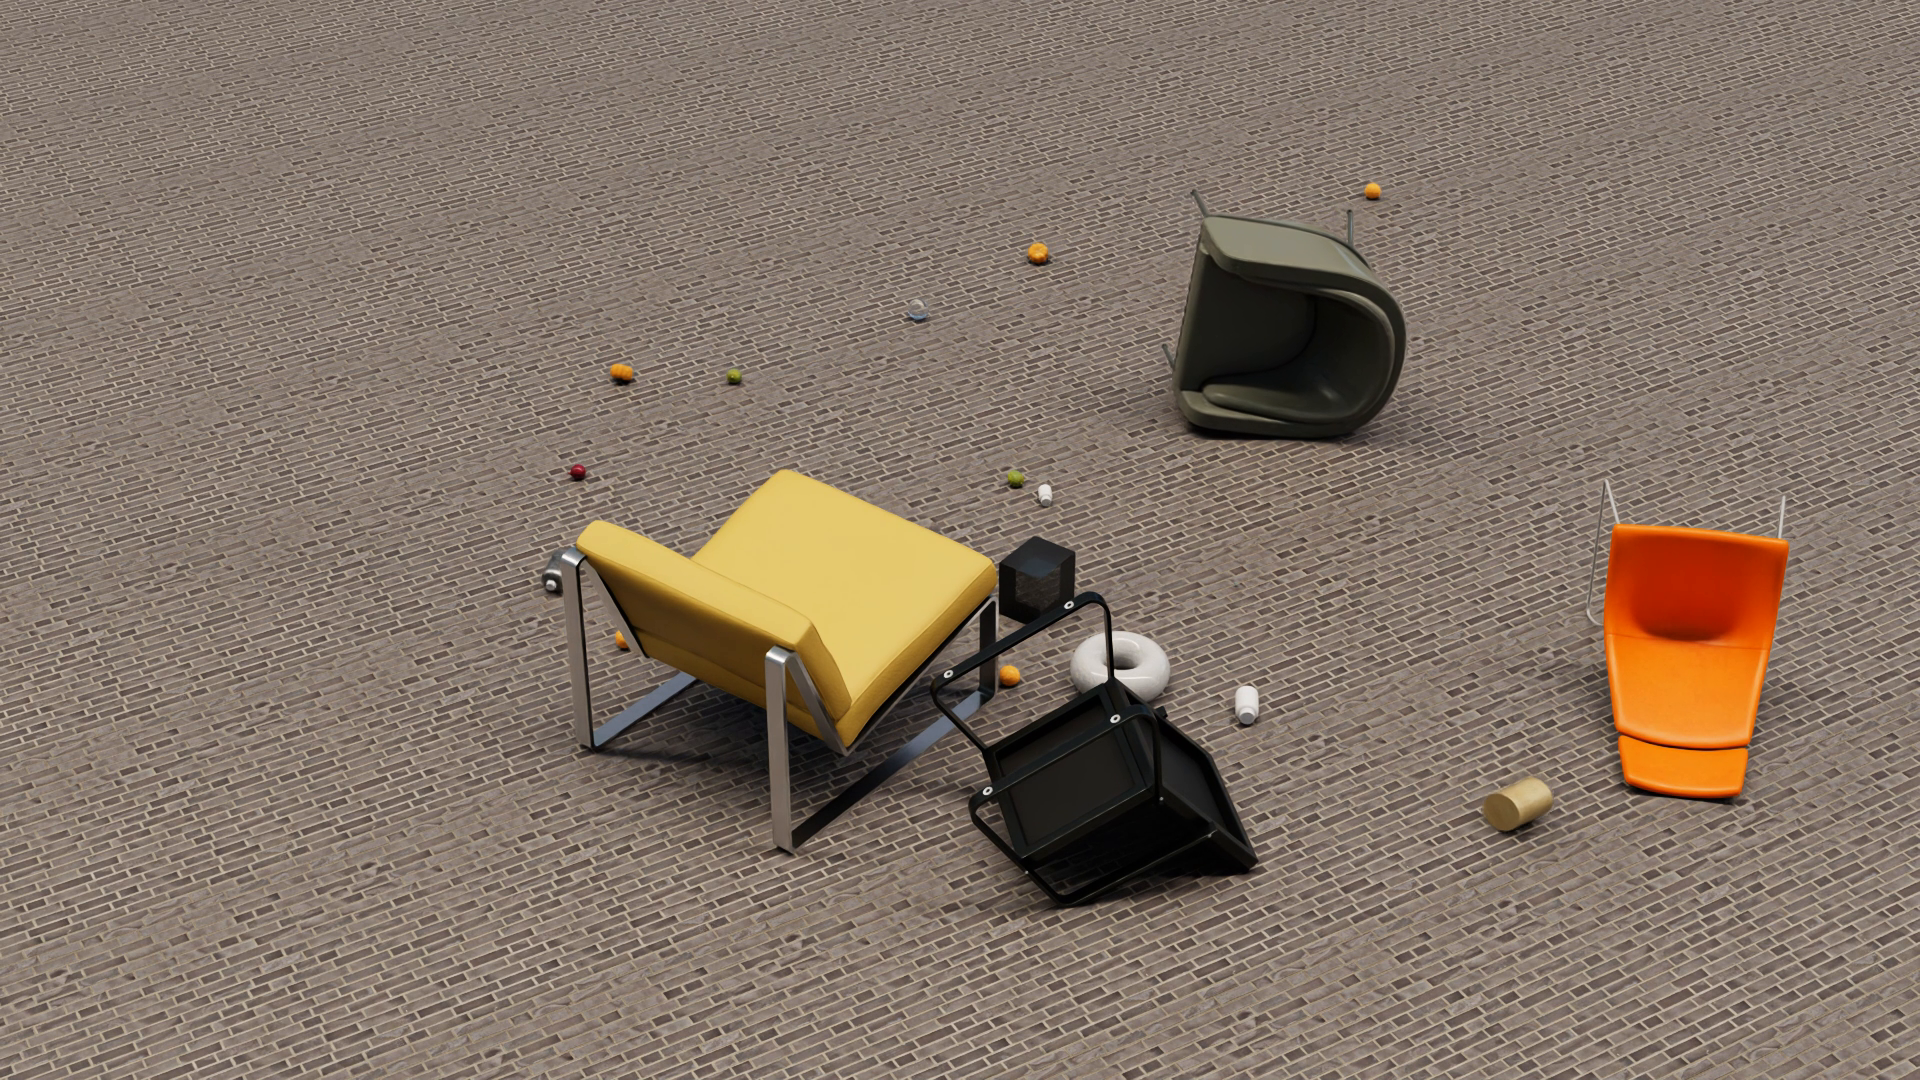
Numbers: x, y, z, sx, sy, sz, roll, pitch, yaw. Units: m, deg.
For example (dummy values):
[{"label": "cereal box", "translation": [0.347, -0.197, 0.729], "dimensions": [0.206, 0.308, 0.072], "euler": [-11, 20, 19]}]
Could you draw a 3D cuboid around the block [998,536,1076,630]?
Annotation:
[{"label": "block", "translation": [0.276, 0.153, 10.511], "dimensions": [0.180, 0.220, 0.218], "euler": [22, 39, 30]}]

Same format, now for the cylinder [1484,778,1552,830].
[{"label": "cylinder", "translation": [1.809, 0.857, 9.507], "dimensions": [0.148, 0.128, 0.180], "euler": [-21, -1, -28]}]

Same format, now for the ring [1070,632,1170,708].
[{"label": "ring", "translation": [0.554, 0.446, 10.147], "dimensions": [0.348, 0.135, 0.345], "euler": [-7, 35, -13]}]

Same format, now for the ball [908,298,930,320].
[{"label": "ball", "translation": [-0.175, -0.973, 12.339], "dimensions": [0.092, 0.092, 0.092], "euler": [0, 33, 0]}]

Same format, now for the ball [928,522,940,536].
[{"label": "ball", "translation": [-0.098, -0.042, 10.963], "dimensions": [0.050, 0.050, 0.050], "euler": [0, 33, 0]}]

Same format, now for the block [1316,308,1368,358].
[{"label": "block", "translation": [1.582, -0.856, 12.141], "dimensions": [0.153, 0.112, 0.150], "euler": [28, 42, 35]}]
